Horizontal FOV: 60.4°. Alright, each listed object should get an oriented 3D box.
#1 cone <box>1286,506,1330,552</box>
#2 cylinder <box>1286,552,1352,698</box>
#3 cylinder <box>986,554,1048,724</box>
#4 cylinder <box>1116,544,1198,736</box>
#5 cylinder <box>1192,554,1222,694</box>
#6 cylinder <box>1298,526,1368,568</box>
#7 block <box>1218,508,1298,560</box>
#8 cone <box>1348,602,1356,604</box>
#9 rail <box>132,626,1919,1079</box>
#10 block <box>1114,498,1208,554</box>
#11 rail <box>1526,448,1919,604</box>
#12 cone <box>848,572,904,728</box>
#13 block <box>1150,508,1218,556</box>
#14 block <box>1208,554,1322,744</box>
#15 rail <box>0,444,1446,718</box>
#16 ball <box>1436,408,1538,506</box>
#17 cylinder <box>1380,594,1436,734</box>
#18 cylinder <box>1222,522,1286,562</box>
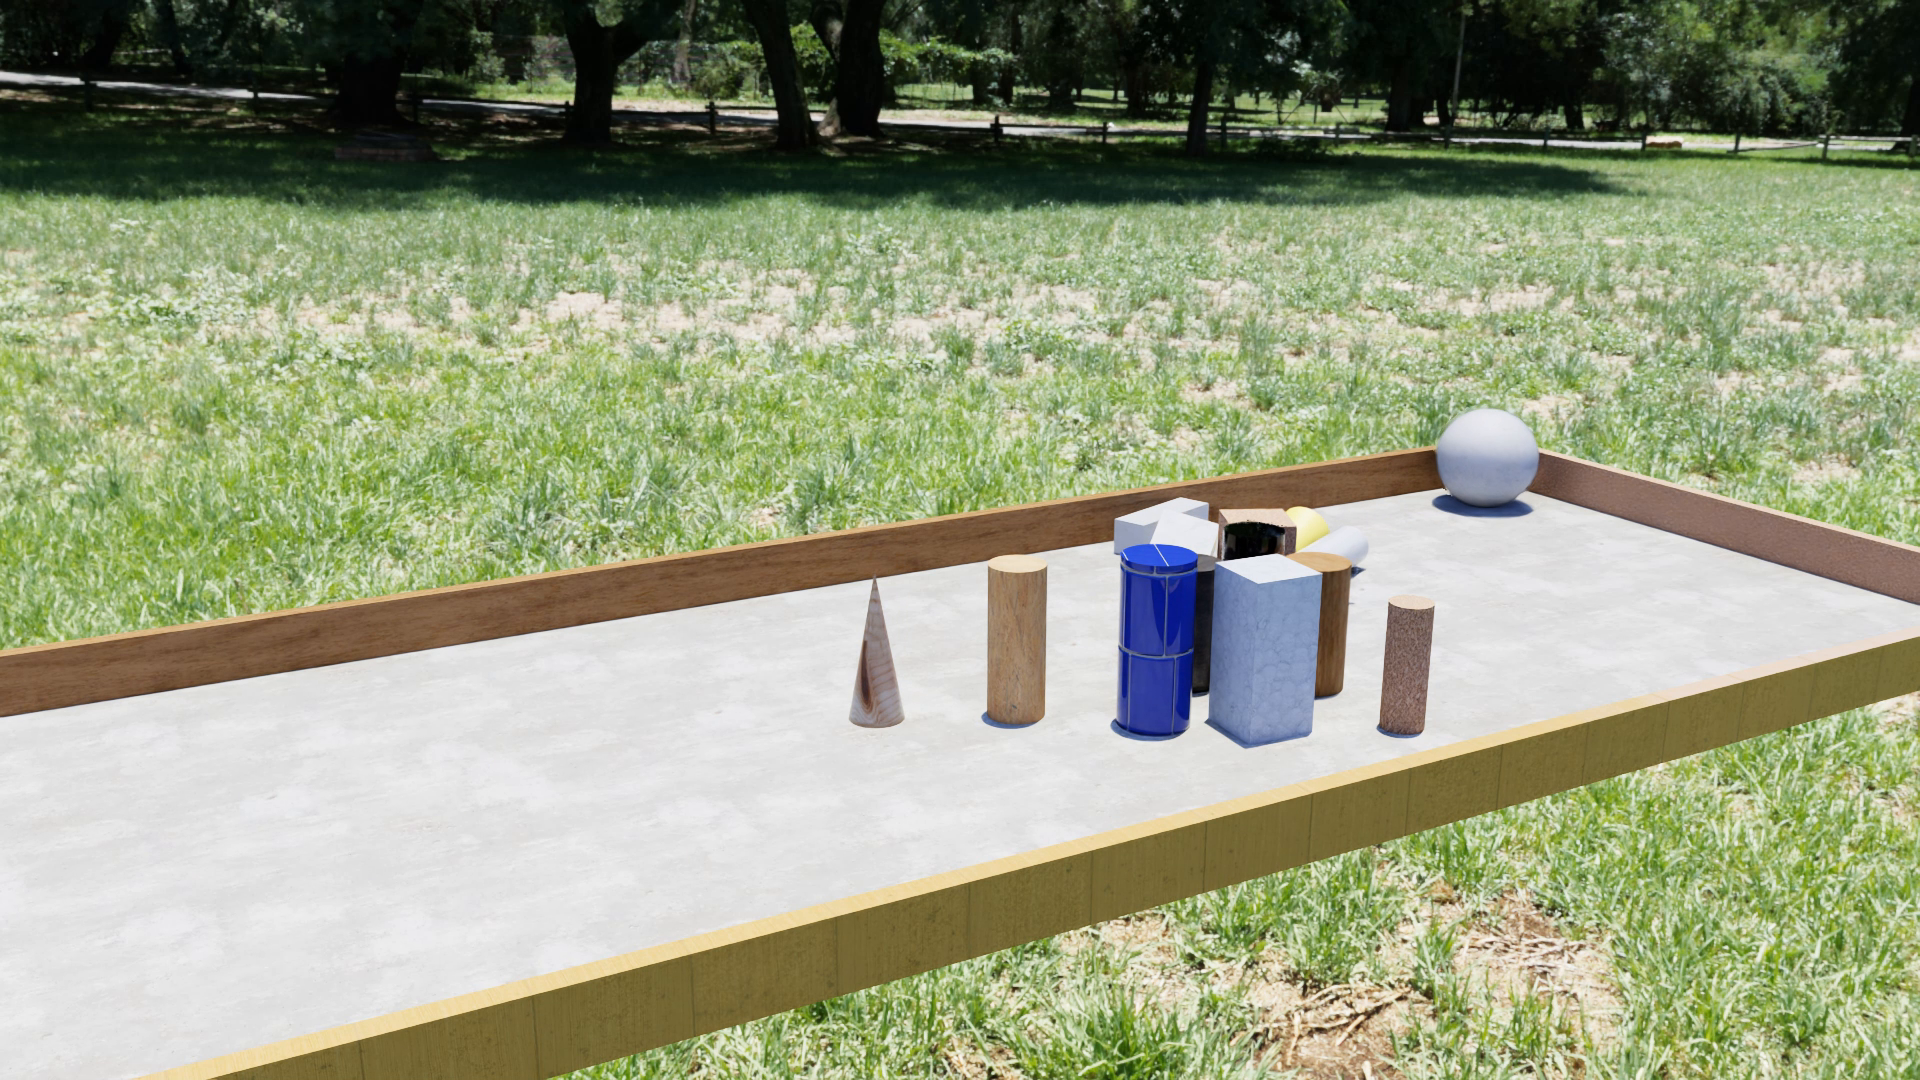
[{"bbox_3d":[0.988,0.045,5.055,0.172,0.172,0.305,13,37,37],"label":"cone"},{"bbox_3d":[0.874,0.207,4.077,0.163,0.323,0.163,0,16,0],"label":"cylinder"},{"bbox_3d":[0.134,0.235,3.890,0.139,0.375,0.139,0,16,0],"label":"cylinder"},{"bbox_3d":[0.456,0.232,3.834,0.176,0.413,0.176,0,16,0],"label":"cylinder"},{"bbox_3d":[0.574,0.205,4.087,0.141,0.317,0.141,0,18,0],"label":"cylinder"},{"bbox_3d":[1.079,0.065,4.910,0.126,0.126,0.415,11,20,33],"label":"cylinder"},{"bbox_3d":[0.770,0.116,4.322,0.168,0.361,0.168,-1,16,-2],"label":"block"},{"bbox_3d":[0.951,0.157,4.687,0.392,0.154,0.154,8,14,-14],"label":"cone"},{"bbox_3d":[-2.336,1.006,1.665,12.000,0.150,0.050,-9,18,-27],"label":"rail"},{"bbox_3d":[0.648,-0.039,5.288,0.112,0.112,0.359,14,22,40],"label":"block"},{"bbox_3d":[2.466,-0.048,5.253,0.050,0.150,2.100,-9,18,-27],"label":"rail"},{"bbox_3d":[-0.198,0.246,3.869,0.134,0.365,0.134,0,16,0],"label":"cone"},{"bbox_3d":[0.555,0.115,4.354,0.157,0.157,0.368,17,49,11],"label":"block"},{"bbox_3d":[0.704,0.250,3.820,0.173,0.386,0.173,-7,18,-23],"label":"block"},{"bbox_3d":[-3.305,0.497,3.399,12.000,0.150,0.050,-9,18,-27],"label":"rail"},{"bbox_3d":[1.828,-0.287,5.725,0.342,0.342,0.342,0,16,0],"label":"ball"},{"bbox_3d":[1.036,0.289,3.824,0.103,0.308,0.103,0,16,0],"label":"cylinder"},{"bbox_3d":[0.719,0.166,4.084,0.149,0.398,0.149,0,16,0],"label":"cylinder"}]
